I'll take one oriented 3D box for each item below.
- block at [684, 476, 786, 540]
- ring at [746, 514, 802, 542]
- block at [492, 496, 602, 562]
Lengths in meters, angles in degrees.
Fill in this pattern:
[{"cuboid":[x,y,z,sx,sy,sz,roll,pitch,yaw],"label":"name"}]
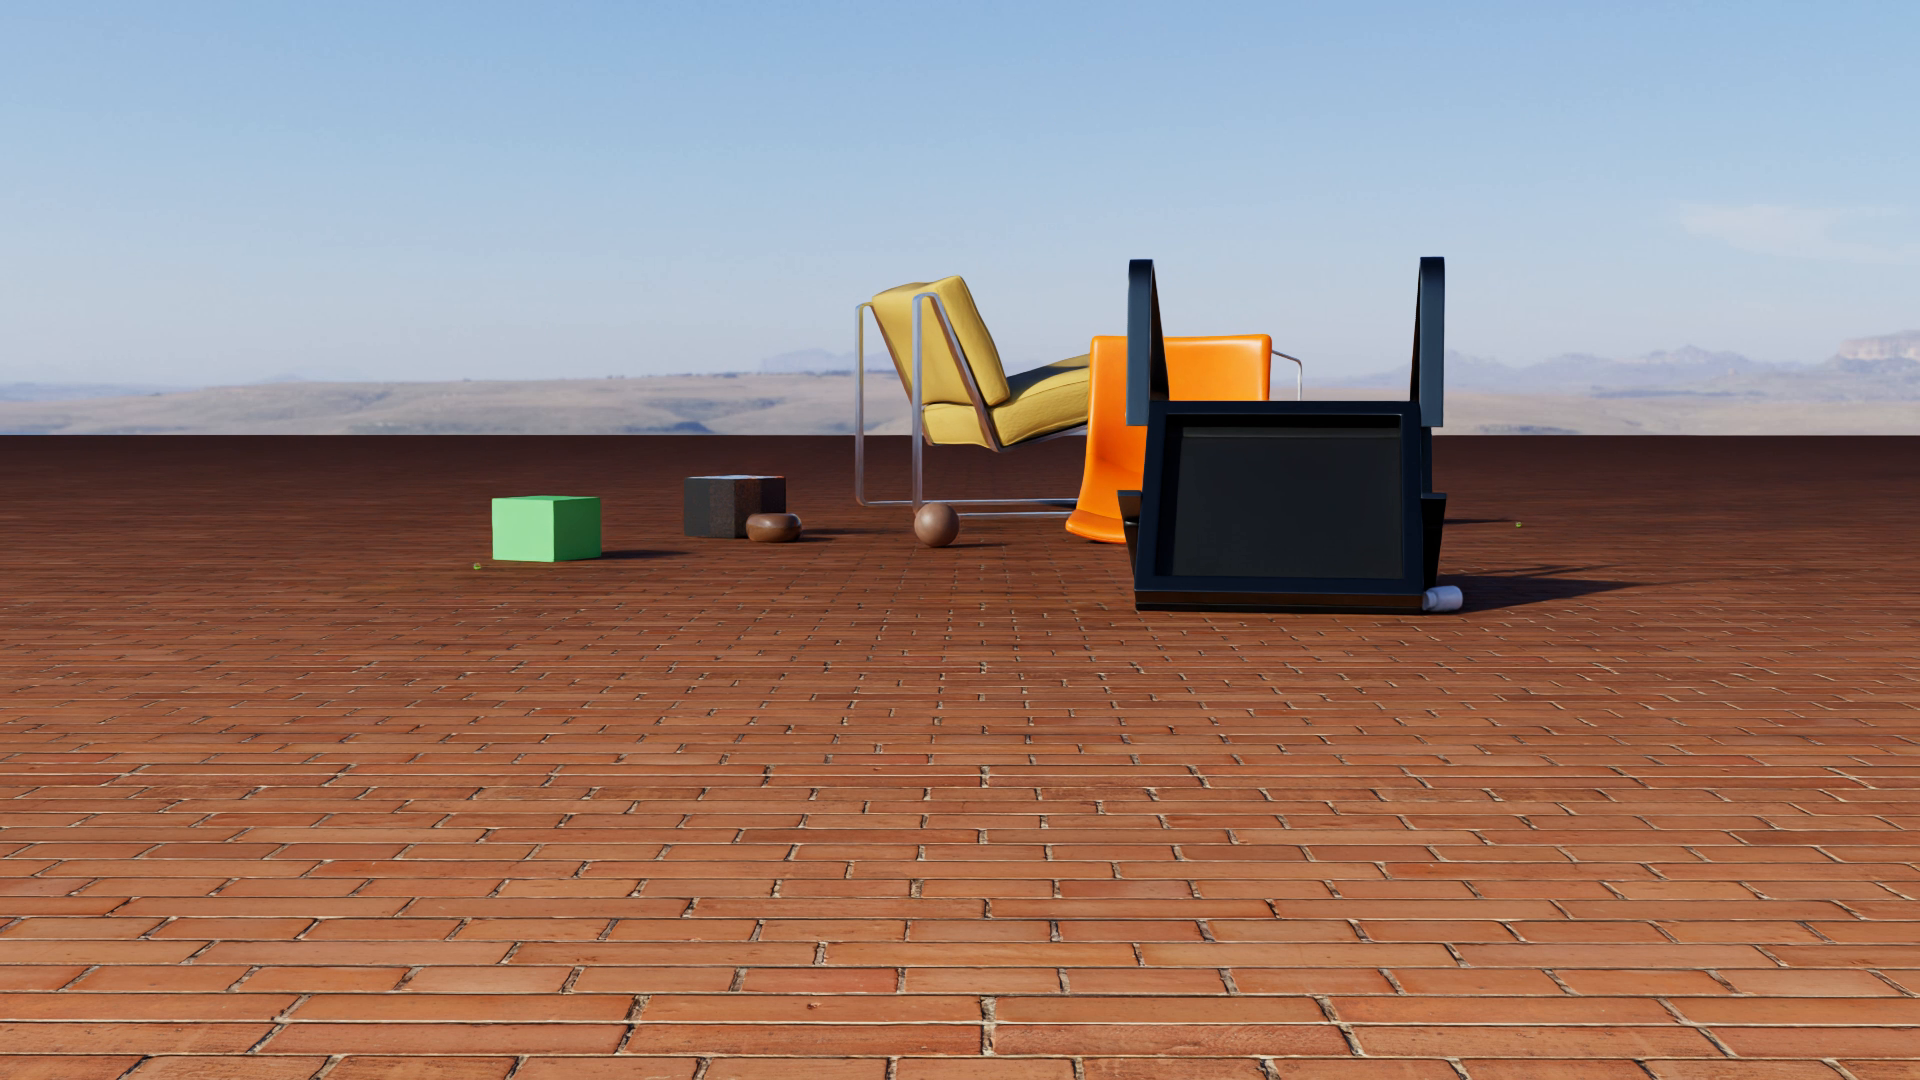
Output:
[{"cuboid":[-0.686,-0.101,6.709,0.218,0.180,0.220,3,5,39],"label":"block"},{"cuboid":[-0.551,-0.037,6.499,0.157,0.082,0.213,-1,3,-28],"label":"ring"},{"cuboid":[-1.097,-0.032,5.844,0.204,0.160,0.197,2,4,29],"label":"block"}]
